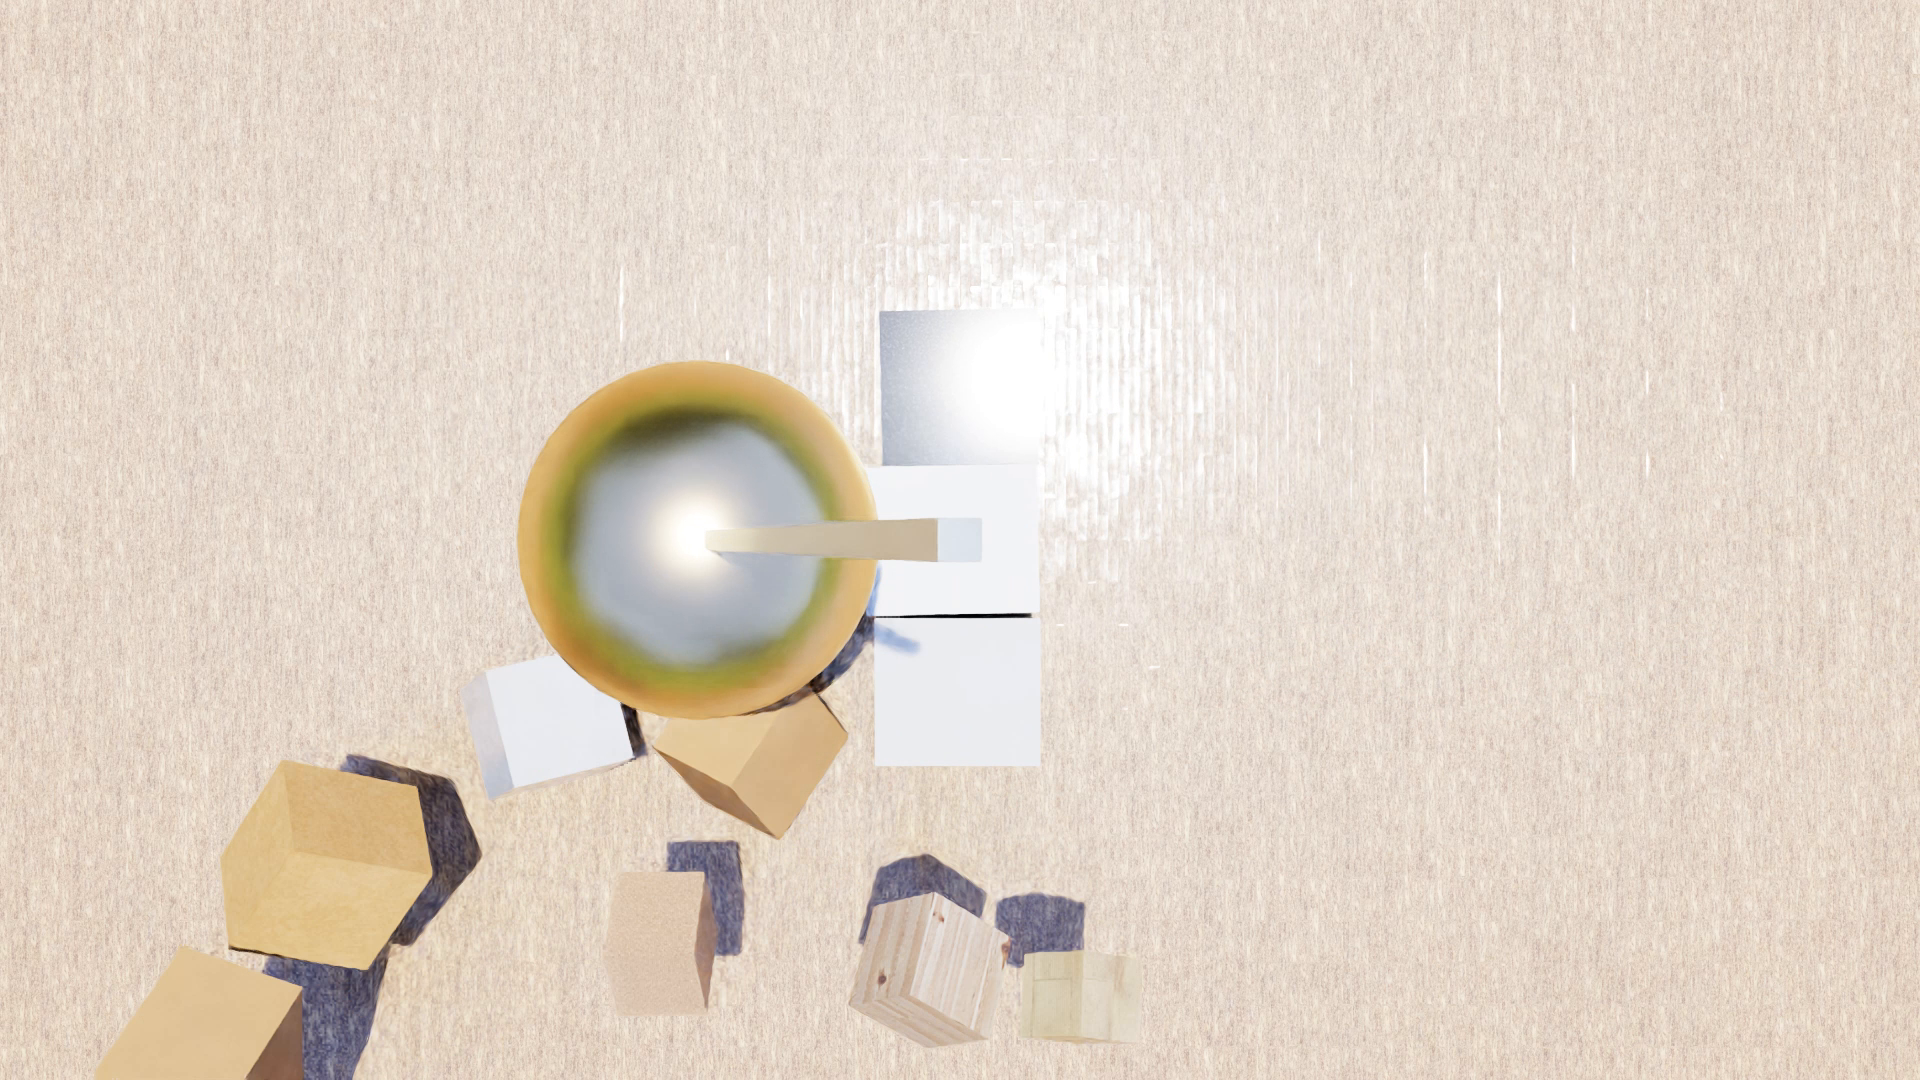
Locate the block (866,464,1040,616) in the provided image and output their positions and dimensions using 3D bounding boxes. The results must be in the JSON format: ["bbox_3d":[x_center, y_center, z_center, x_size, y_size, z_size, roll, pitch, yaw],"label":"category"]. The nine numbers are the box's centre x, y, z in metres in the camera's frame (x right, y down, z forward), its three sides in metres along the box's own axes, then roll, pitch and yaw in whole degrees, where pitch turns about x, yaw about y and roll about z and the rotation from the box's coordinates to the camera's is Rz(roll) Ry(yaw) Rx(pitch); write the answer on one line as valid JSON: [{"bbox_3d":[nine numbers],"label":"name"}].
[{"bbox_3d":[-0.044,-0.002,12.524,0.947,0.953,0.814,-1,90,0],"label":"block"}]

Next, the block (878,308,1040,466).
[{"bbox_3d":[-0.005,-0.844,12.559,0.865,0.883,0.857,-1,90,0],"label":"block"}]

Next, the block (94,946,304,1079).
[{"bbox_3d":[-3.780,2.676,10.995,0.652,0.812,0.775,18,130,4],"label":"block"}]

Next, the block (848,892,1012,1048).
[{"bbox_3d":[-0.138,2.041,10.400,0.516,0.439,0.514,36,53,-30],"label":"block"}]

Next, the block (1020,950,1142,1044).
[{"bbox_3d":[0.556,2.108,10.121,0.370,0.397,0.380,16,69,-39],"label":"block"}]

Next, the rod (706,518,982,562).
[{"bbox_3d":[-0.501,0.000,6.437,0.080,5.200,0.080,0,90,-11],"label":"rod"}]

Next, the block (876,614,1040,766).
[{"bbox_3d":[-0.013,0.845,12.608,0.919,0.785,0.820,0,90,0],"label":"block"}]

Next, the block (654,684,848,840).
[{"bbox_3d":[-1.174,1.141,12.453,0.585,0.711,0.722,22,69,32],"label":"block"}]

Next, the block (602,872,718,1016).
[{"bbox_3d":[-1.440,1.946,10.616,0.430,0.493,0.474,-1,133,3],"label":"block"}]

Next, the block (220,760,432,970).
[{"bbox_3d":[-3.390,1.743,11.740,0.771,0.633,0.800,18,122,-35],"label":"block"}]

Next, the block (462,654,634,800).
[{"bbox_3d":[-2.352,1.039,12.486,0.686,0.745,0.662,-13,84,-25],"label":"block"}]

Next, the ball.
[{"bbox_3d":[-1.156,0.000,9.773,1.600,1.600,1.600,0,90,0],"label":"ball"}]
